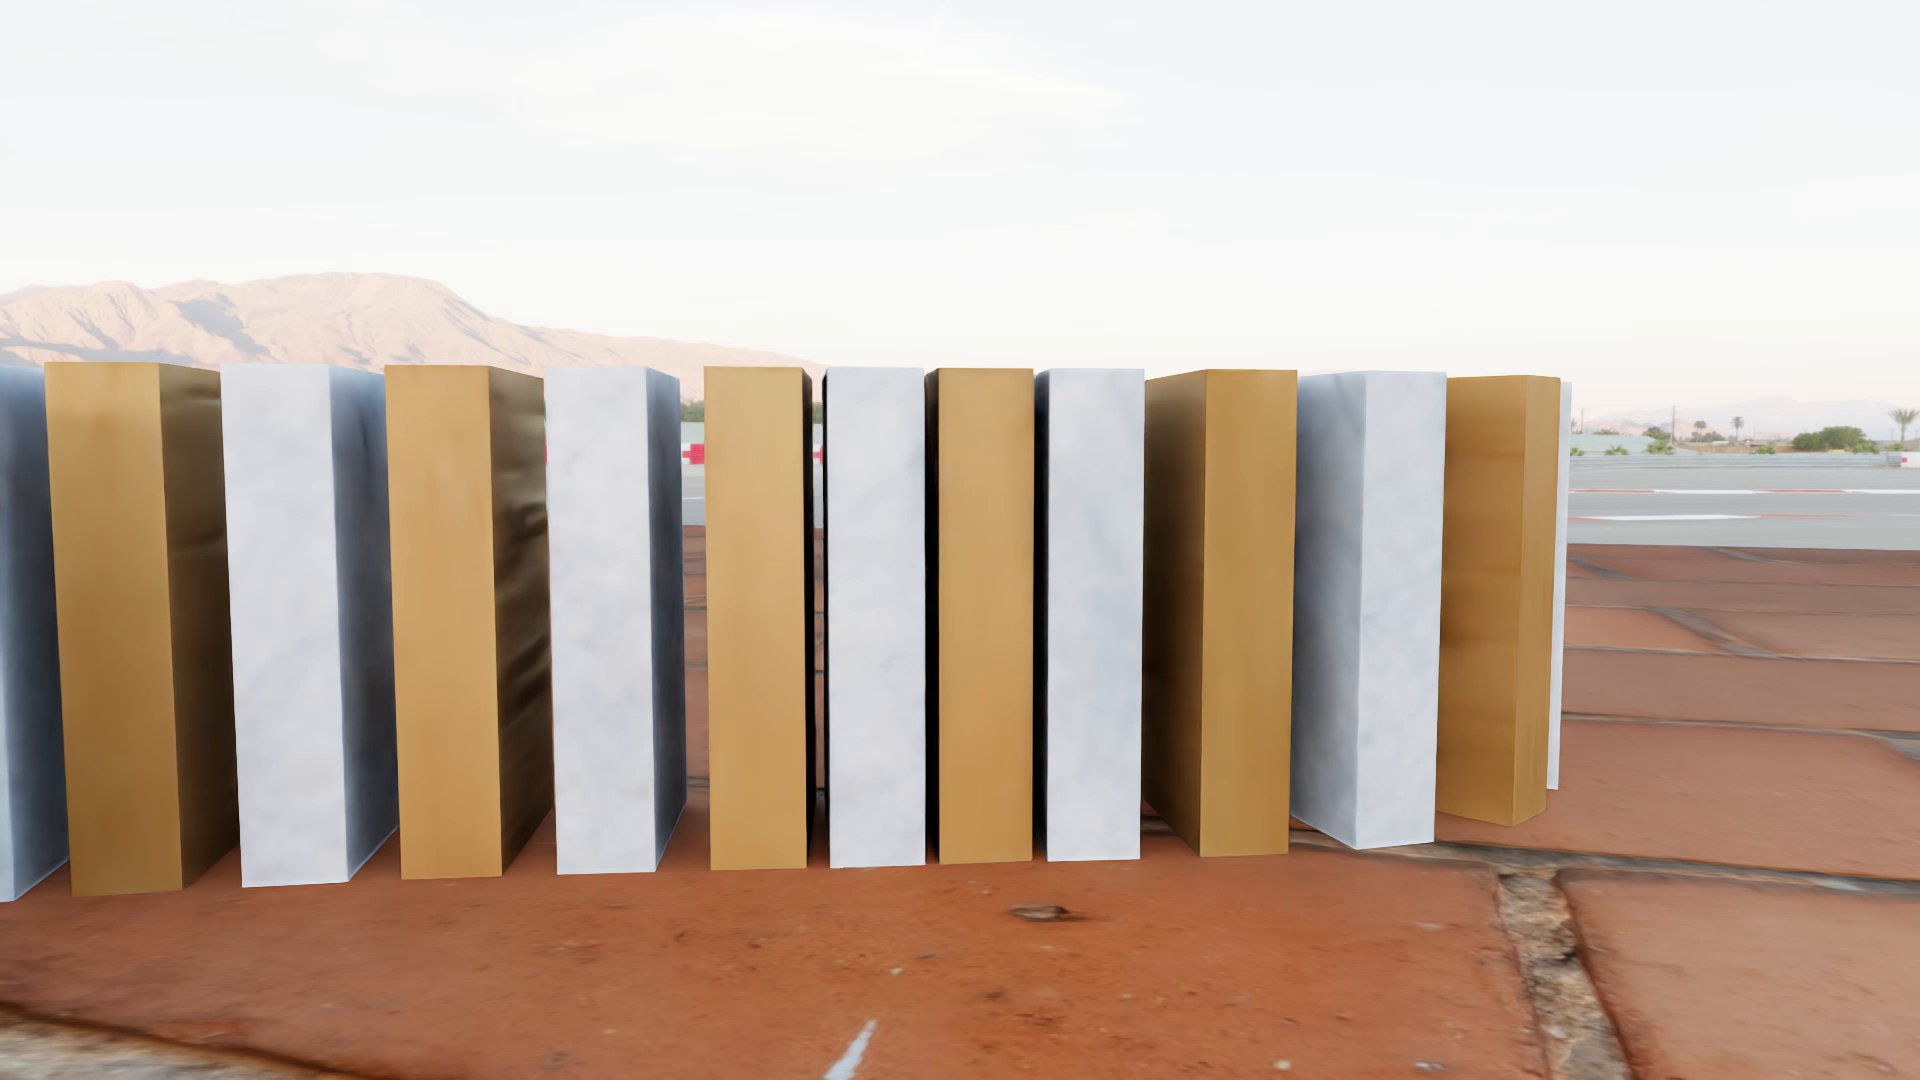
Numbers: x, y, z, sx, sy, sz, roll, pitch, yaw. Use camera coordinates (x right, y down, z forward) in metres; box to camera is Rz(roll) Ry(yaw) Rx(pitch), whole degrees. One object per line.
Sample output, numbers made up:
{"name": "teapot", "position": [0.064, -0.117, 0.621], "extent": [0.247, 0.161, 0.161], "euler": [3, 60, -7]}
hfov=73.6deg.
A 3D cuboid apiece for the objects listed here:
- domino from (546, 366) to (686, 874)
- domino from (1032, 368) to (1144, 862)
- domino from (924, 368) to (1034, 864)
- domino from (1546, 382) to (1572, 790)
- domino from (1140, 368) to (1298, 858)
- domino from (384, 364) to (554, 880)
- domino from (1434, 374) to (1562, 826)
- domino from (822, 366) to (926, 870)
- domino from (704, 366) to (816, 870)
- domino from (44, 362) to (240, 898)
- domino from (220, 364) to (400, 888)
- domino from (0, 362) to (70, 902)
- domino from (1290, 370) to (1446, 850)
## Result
{"name": "domino", "position": [-0.036, 0.007, 0.138], "extent": [0.010, 0.050, 0.025], "euler": [0, 4, -5]}
{"name": "domino", "position": [0.013, 0.007, 0.142], "extent": [0.010, 0.050, 0.025], "euler": [0, 4, -4]}
{"name": "domino", "position": [0.001, 0.007, 0.141], "extent": [0.010, 0.050, 0.025], "euler": [-1, 4, -7]}
{"name": "domino", "position": [0.064, 0.005, 0.166], "extent": [0.025, 0.050, 0.009], "euler": [2, 5, 23]}
{"name": "domino", "position": [0.028, 0.007, 0.143], "extent": [0.010, 0.050, 0.025], "euler": [-1, 4, -7]}
{"name": "domino", "position": [-0.051, 0.007, 0.136], "extent": [0.010, 0.050, 0.025], "euler": [0, 4, -6]}
{"name": "domino", "position": [0.056, 0.006, 0.153], "extent": [0.009, 0.050, 0.025], "euler": [-4, 6, -44]}
{"name": "domino", "position": [-0.010, 0.007, 0.140], "extent": [0.010, 0.050, 0.025], "euler": [0, 4, -7]}
{"name": "domino", "position": [-0.021, 0.007, 0.139], "extent": [0.010, 0.050, 0.025], "euler": [0, 4, -4]}
{"name": "domino", "position": [-0.081, 0.008, 0.132], "extent": [0.009, 0.050, 0.025], "euler": [-1, 4, -11]}
{"name": "domino", "position": [-0.066, 0.007, 0.134], "extent": [0.009, 0.050, 0.025], "euler": [-1, 4, -9]}
{"name": "domino", "position": [-0.096, 0.008, 0.129], "extent": [0.010, 0.050, 0.025], "euler": [-1, 4, -15]}
{"name": "domino", "position": [0.043, 0.007, 0.146], "extent": [0.010, 0.050, 0.025], "euler": [-1, 4, -16]}
